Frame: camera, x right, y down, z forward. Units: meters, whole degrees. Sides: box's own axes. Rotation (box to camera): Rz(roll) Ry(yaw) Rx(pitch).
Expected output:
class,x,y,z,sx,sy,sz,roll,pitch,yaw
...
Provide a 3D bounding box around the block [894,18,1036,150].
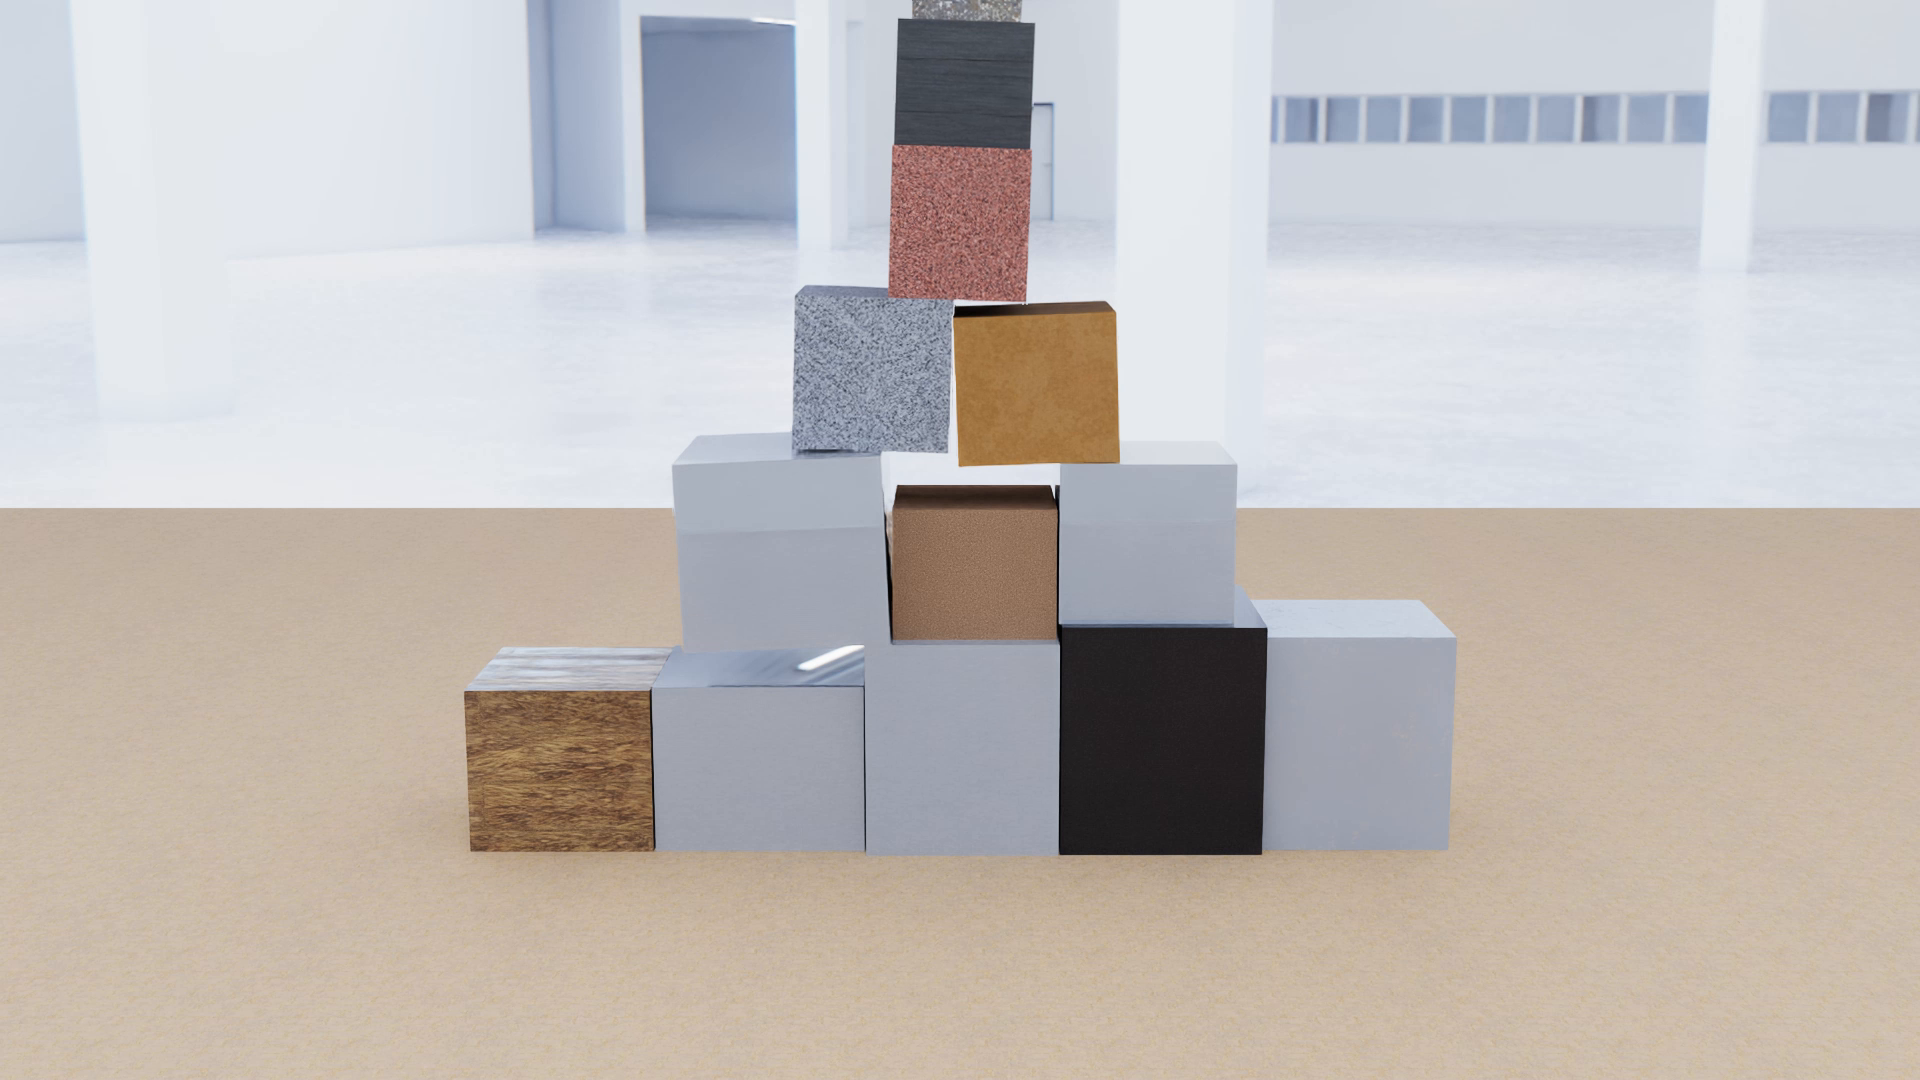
class,x,y,z,sx,sy,sz,roll,pitch,yaw
block,0.021,-2.227,10.777,0.652,0.591,0.623,2,10,0

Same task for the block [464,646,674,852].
class,x,y,z,sx,sy,sz,roll,pitch,yaw
block,-1.990,1.066,11.388,0.915,0.829,0.951,0,10,0

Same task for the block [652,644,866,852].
class,x,y,z,sx,sy,sz,roll,pitch,yaw
block,-0.999,1.059,11.385,1.045,0.843,0.927,0,10,0

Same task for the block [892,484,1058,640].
class,x,y,z,sx,sy,sz,roll,pitch,yaw
block,0.073,0.101,11.187,0.806,0.650,0.794,0,10,0

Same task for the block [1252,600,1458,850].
class,x,y,z,sx,sy,sz,roll,pitch,yaw
block,1.980,0.936,11.367,0.935,1.091,0.901,0,10,0

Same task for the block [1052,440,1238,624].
class,x,y,z,sx,sy,sz,roll,pitch,yaw
block,0.917,-0.053,11.164,0.862,0.793,0.845,0,10,0

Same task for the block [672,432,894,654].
class,x,y,z,sx,sy,sz,roll,pitch,yaw
block,-0.863,-0.020,11.167,1.008,0.929,1.061,-2,10,0

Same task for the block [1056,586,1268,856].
class,x,y,z,sx,sy,sz,roll,pitch,yaw
block,1.001,0.905,11.350,1.004,1.159,1.040,0,10,0

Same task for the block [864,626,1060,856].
class,x,y,z,sx,sy,sz,roll,pitch,yaw
block,0.011,0.949,11.341,0.955,1.074,1.022,0,10,0

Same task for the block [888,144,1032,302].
class,x,y,z,sx,sy,sz,roll,pitch,yaw
block,-0.002,-1.576,10.879,0.667,0.727,0.697,2,10,0

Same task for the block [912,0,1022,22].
class,x,y,z,sx,sy,sz,roll,pitch,yaw
block,0.039,-2.760,10.686,0.520,0.491,0.520,2,10,0

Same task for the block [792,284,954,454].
class,x,y,z,sx,sy,sz,roll,pitch,yaw
block,-0.426,-0.868,11.021,0.763,0.746,0.760,2,10,0

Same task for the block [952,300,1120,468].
class,x,y,z,sx,sy,sz,roll,pitch,yaw
block,0.373,-0.795,11.028,0.788,0.725,0.773,-2,10,0
